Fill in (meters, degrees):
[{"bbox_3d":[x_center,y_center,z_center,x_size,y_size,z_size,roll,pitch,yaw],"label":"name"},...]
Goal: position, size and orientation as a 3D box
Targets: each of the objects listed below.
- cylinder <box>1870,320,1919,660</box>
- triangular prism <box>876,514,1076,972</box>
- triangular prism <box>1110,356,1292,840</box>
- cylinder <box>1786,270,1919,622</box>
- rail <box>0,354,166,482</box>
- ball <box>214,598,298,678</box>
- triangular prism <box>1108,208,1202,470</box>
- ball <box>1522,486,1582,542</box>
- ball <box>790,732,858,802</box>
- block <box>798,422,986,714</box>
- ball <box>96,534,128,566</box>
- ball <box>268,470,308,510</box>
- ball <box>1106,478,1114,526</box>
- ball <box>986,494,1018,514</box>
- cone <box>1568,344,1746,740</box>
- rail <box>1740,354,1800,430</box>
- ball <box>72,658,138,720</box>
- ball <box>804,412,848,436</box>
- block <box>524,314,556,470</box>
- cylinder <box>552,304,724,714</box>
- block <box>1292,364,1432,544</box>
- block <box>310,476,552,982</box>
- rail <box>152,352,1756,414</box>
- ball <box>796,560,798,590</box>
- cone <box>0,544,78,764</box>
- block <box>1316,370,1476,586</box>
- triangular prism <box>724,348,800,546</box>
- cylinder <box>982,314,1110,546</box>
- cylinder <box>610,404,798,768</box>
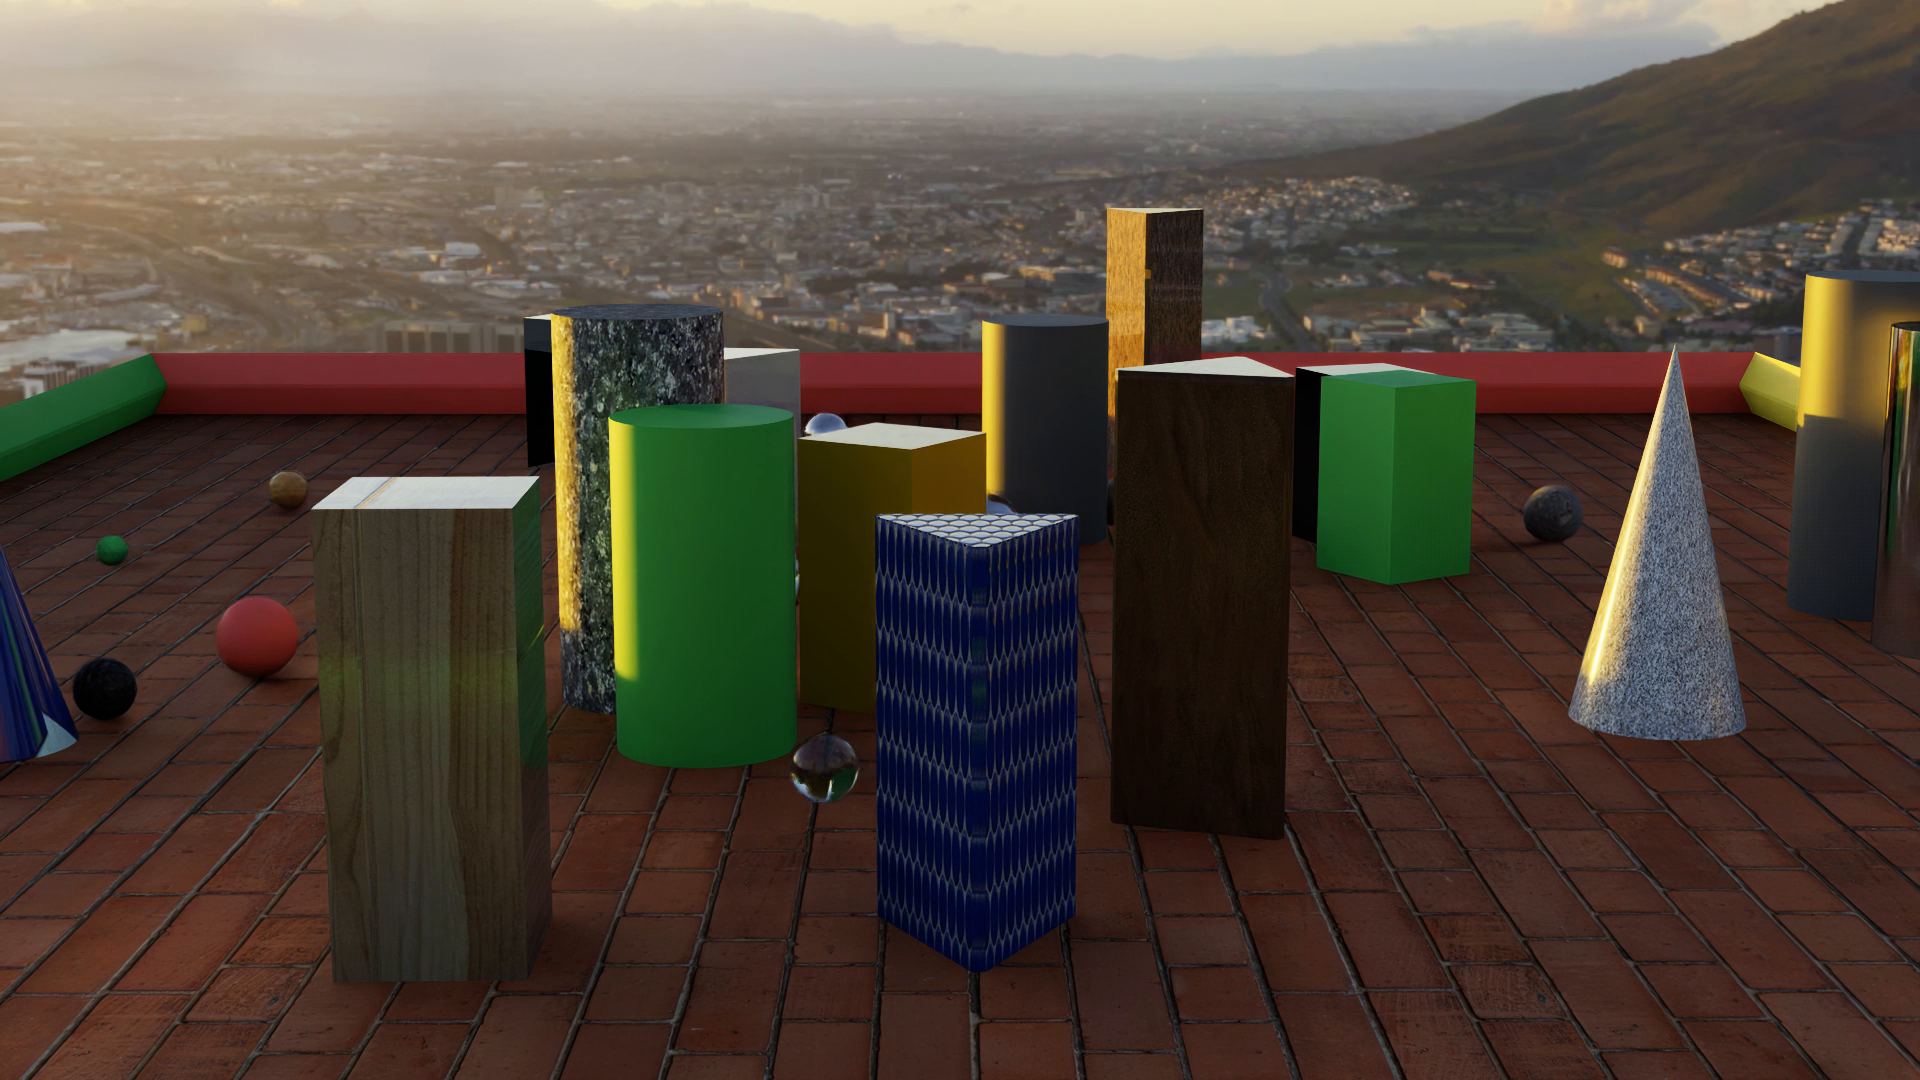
[{"bbox_3d":[1.254,-0.063,3.209,0.195,0.405,0.195,0,11,0],"label":"cylinder"},{"bbox_3d":[0.036,0.158,2.160,0.146,0.352,0.169,-6,12,-30],"label":"triangular prism"},{"bbox_3d":[0.251,0.050,2.496,0.169,0.443,0.146,4,11,20],"label":"triangular prism"},{"bbox_3d":[1.225,-0.130,3.444,0.195,0.449,0.195,0,11,0],"label":"cylinder"},{"bbox_3d":[-1.665,0.034,3.440,0.045,0.127,3.984,0,11,0],"label":"rail"},{"bbox_3d":[-0.845,0.117,3.082,0.096,0.096,0.096,0,11,0],"label":"ball"},{"bbox_3d":[0.323,-0.356,4.602,0.146,0.471,0.169,8,13,38],"label":"triangular prism"},{"bbox_3d":[0.911,-0.039,3.948,0.088,0.088,0.088,0,11,0],"label":"ball"},{"bbox_3d":[-0.136,0.227,2.563,0.070,0.070,0.070,0,11,0],"label":"ball"},{"bbox_3d":[-0.077,0.032,2.960,0.156,0.308,0.156,7,12,32],"label":"block"},{"bbox_3d":[-1.246,0.015,3.769,0.046,0.046,0.046,0,11,0],"label":"ball"},{"bbox_3d":[-1.113,-0.083,4.250,0.063,0.063,0.063,0,11,0],"label":"ball"},{"bbox_3d":[0.253,-0.061,4.087,0.079,0.079,0.079,0,11,0],"label":"ball"},{"bbox_3d":[0.043,-0.024,3.854,0.092,0.092,0.092,0,11,0],"label":"ball"},{"bbox_3d":[0.786,-0.008,2.856,0.195,0.425,0.195,0,11,0],"label":"cone"},{"bbox_3d":[1.665,0.031,3.458,0.045,0.127,3.984,0,11,0],"label":"rail"},{"bbox_3d":[-0.961,0.168,2.885,0.069,0.069,0.069,0,11,0],"label":"ball"},{"bbox_3d":[-0.250,-0.196,4.803,0.084,0.084,0.084,0,11,0],"label":"ball"},{"bbox_3d":[-0.684,-0.273,4.695,0.156,0.274,0.156,6,12,29],"label":"block"},{"bbox_3d":[-0.367,-0.040,2.960,0.195,0.449,0.195,0,11,0],"label":"cylinder"},{"bbox_3d":[0.620,-0.129,3.949,0.156,0.264,0.156,-4,11,-21],"label":"block"},{"bbox_3d":[-0.428,0.151,2.106,0.156,0.386,0.156,0,11,-1],"label":"block"},{"bbox_3d":[-0.011,-0.327,5.384,3.378,0.127,0.045,0,11,0],"label":"rail"},{"bbox_3d":[-0.255,0.048,3.509,0.076,0.076,0.076,0,11,0],"label":"ball"},{"bbox_3d":[-1.060,0.064,2.758,0.195,0.319,0.195,0,11,0],"label":"cone"},{"bbox_3d":[0.630,-0.094,3.713,0.156,0.281,0.156,-7,13,-33],"label":"block"},{"bbox_3d":[-0.353,-0.137,3.894,0.146,0.300,0.169,8,13,38],"label":"triangular prism"},{"bbox_3d":[0.132,-0.172,3.980,0.195,0.338,0.195,0,11,0],"label":"cylinder"},{"bbox_3d":[-0.274,0.045,2.750,0.195,0.359,0.195,0,11,0],"label":"cylinder"}]
